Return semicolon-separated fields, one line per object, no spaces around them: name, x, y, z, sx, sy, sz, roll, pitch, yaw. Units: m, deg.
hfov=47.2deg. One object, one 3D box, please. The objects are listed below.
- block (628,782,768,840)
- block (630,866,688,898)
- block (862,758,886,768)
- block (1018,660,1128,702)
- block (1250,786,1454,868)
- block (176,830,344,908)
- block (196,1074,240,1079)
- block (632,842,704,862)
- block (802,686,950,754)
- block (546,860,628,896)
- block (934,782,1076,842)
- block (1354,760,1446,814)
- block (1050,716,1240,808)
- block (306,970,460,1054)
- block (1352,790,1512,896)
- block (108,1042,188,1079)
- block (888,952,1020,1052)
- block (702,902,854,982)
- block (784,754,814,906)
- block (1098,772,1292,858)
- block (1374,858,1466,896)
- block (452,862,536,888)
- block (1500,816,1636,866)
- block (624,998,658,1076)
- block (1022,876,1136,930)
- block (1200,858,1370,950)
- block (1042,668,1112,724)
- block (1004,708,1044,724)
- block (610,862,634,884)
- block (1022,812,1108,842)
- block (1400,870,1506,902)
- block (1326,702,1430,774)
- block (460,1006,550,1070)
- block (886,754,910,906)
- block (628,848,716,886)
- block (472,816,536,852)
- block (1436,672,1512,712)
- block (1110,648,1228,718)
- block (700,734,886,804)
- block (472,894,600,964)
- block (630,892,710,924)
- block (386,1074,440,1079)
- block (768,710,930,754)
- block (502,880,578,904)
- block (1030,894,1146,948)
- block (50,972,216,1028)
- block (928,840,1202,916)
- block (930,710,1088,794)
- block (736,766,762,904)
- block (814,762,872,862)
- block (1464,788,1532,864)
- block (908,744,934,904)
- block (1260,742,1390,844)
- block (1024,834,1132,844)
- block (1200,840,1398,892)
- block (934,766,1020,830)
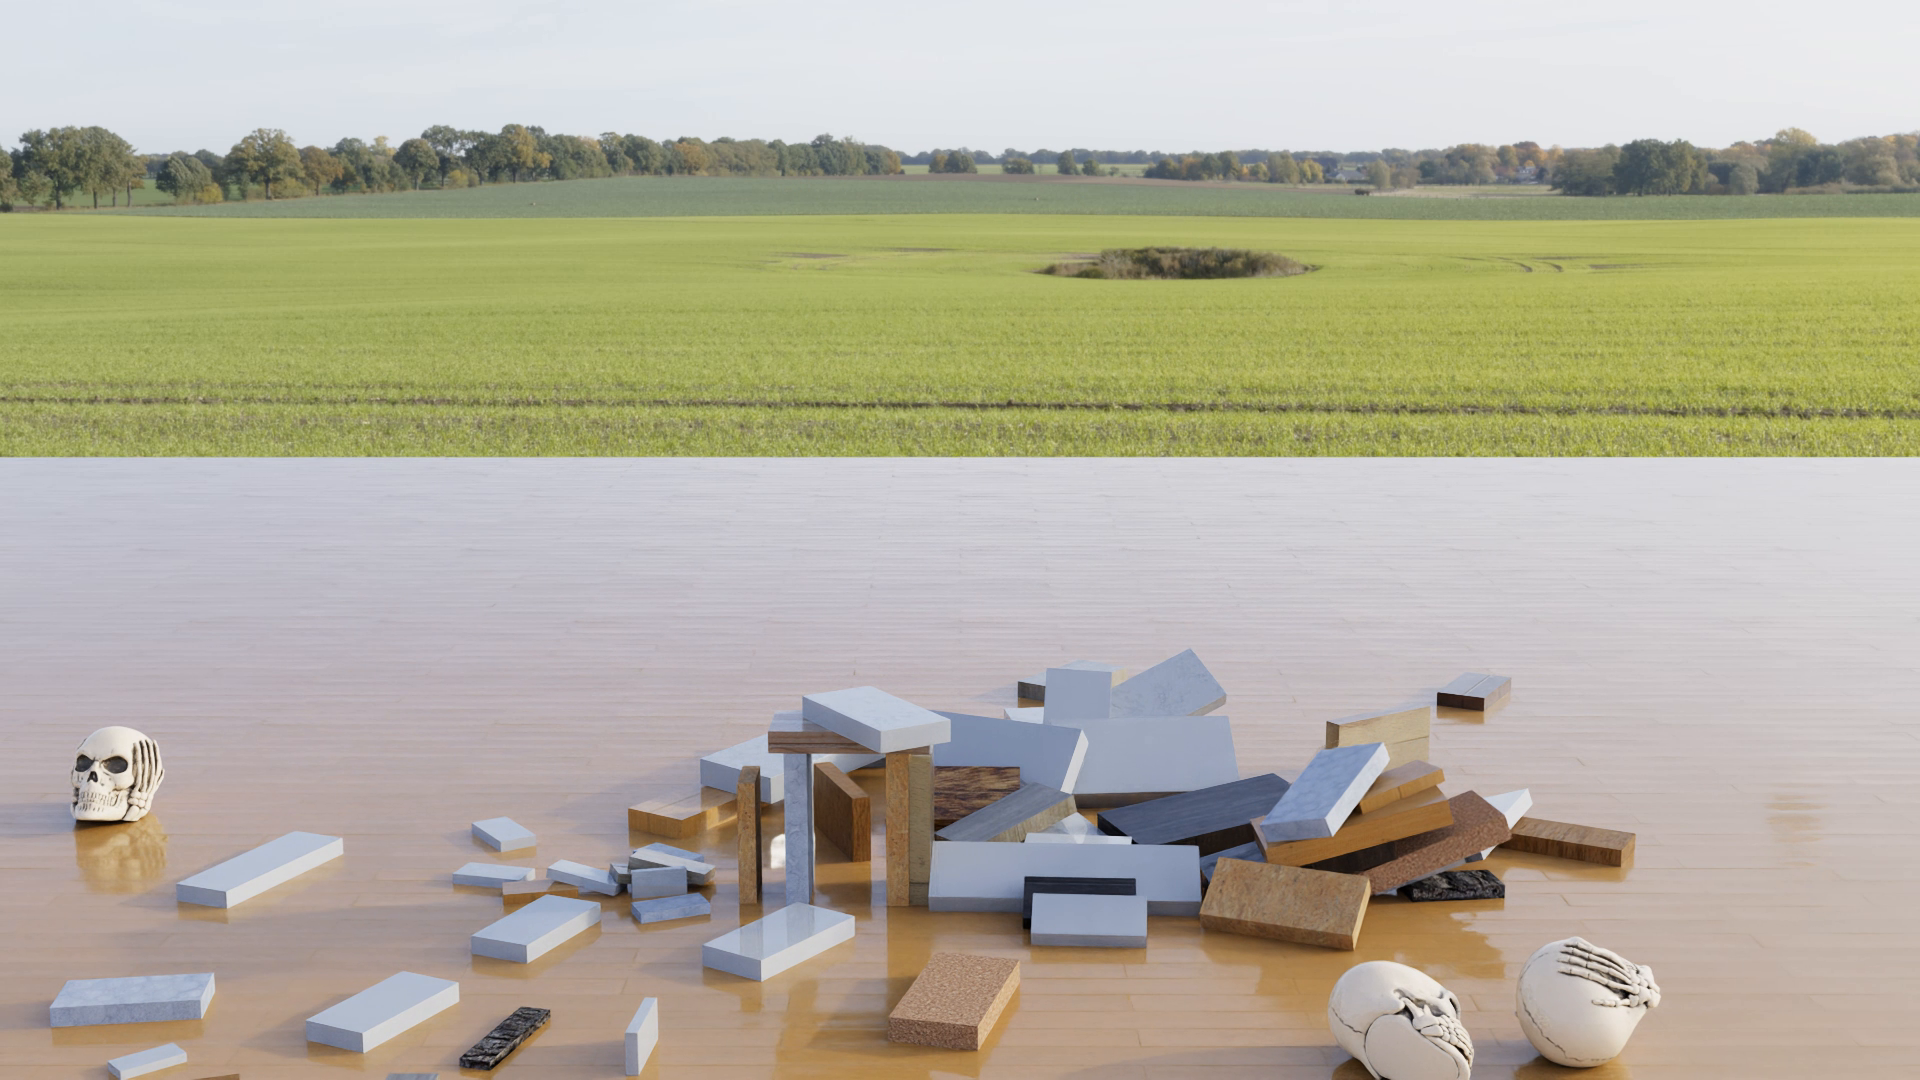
block;-0.481;0.494;4.086;0.128;0.036;0.257;7;13;33
block;-0.500;0.569;3.657;0.091;0.045;0.013;-3;11;-14
block;-0.198;0.414;4.476;0.356;0.050;0.178;-1;11;-7
block;0.257;0.323;5.007;0.129;0.036;0.257;8;13;35
block;0.643;0.465;3.629;0.305;0.043;0.153;-16;11;1
block;-1.190;0.560;3.751;0.103;0.029;0.301;4;11;22
block;-0.969;0.731;2.862;0.061;0.017;0.122;-4;11;-18
block;-0.508;0.552;3.827;0.116;0.016;0.058;8;13;37
block;-0.138;0.289;3.559;0.128;0.036;0.256;-7;12;-32
block;-0.623;0.565;3.681;0.122;0.017;0.061;13;8;10
block;0.081;0.501;3.901;0.231;0.033;0.116;-23;20;-31
block;0.713;0.408;3.641;0.158;0.022;0.079;-19;12;-16
block;0.349;0.421;4.179;0.345;0.049;0.172;-1;49;-5
block;-0.823;0.673;3.144;0.103;0.029;0.205;5;12;26
block;0.749;0.514;3.677;0.305;0.043;0.153;-21;11;-4
block;-1.106;0.709;2.992;0.091;0.013;0.045;-9;14;-41
block;-0.005;0.663;3.175;0.129;0.036;0.257;3;11;14
block;-0.279;0.621;3.412;0.116;0.033;0.231;7;13;34
block;-0.266;0.462;3.644;0.037;0.261;0.131;0;11;0
block;0.446;0.500;3.904;0.365;0.049;0.172;-10;18;-23
block;0.758;0.545;3.681;0.158;0.022;0.079;-20;11;1
block;-0.790;0.570;3.730;0.122;0.017;0.061;3;11;15
block;1.076;0.533;3.896;0.212;0.030;0.106;6;12;29
block;-0.436;0.680;3.016;0.017;0.061;0.122;1;11;4
block;0.192;0.583;3.528;0.180;0.026;0.090;1;39;3
block;0.516;0.576;3.493;0.246;0.035;0.123;5;41;23
block;0.225;0.369;4.275;0.128;0.036;0.257;4;53;3
block;0.209;0.411;4.495;0.178;0.050;0.355;-2;11;-9
block;-0.526;0.564;3.699;0.116;0.016;0.058;8;6;-24
block;0.196;0.536;3.865;0.121;0.034;0.243;-4;11;-19
block;0.820;0.577;3.674;0.158;0.022;0.079;-1;10;-7
block;0.824;0.402;4.336;0.250;0.125;0.035;-7;13;-34
block;-0.634;0.695;3.070;0.045;0.013;0.186;3;11;15
block;-0.099;0.461;3.650;0.037;0.261;0.130;0;11;2
block;-0.486;0.552;3.716;0.133;0.019;0.067;12;6;9
block;-0.820;0.528;3.951;0.067;0.019;0.133;-7;13;-34
block;1.155;0.339;4.936;0.106;0.030;0.212;6;12;29
block;0.333;0.348;4.335;0.378;0.036;0.129;-25;57;-18
block;-0.272;0.405;4.279;0.178;0.050;0.485;10;17;36
block;-0.667;0.612;3.471;0.103;0.029;0.205;5;11;23
block;-0.471;0.599;3.578;0.116;0.016;0.058;-5;12;-24
block;-0.726;0.748;2.768;0.067;0.019;0.321;0;11;0
block;-0.179;0.316;3.615;0.261;0.037;0.131;0;11;1
block;-0.698;0.583;3.657;0.122;0.017;0.061;-2;11;-13
block;0.203;0.599;3.460;0.180;0.026;0.090;1;34;4
block;-1.196;0.665;3.184;0.206;0.029;0.103;-2;11;-8
block;0.172;0.555;3.612;0.441;0.035;0.123;1;39;3
block;0.053;0.422;4.152;0.345;0.049;0.172;5;55;26
block;-0.349;0.488;3.654;0.029;0.205;0.103;0;11;0
block;-0.211;0.484;3.926;0.033;0.116;0.231;-4;11;-20
block;0.920;0.513;3.906;0.106;0.030;0.355;-17;1;29
block;-0.063;0.469;3.654;0.034;0.243;0.121;0;11;2
block;0.604;0.416;3.626;0.123;0.035;0.246;-13;17;39
block;0.201;0.525;3.742;0.180;0.025;0.090;1;7;6
block;0.556;0.530;3.655;0.305;0.043;0.153;-16;11;-3
block;-0.012;0.473;4.028;0.243;0.034;0.122;0;46;1
